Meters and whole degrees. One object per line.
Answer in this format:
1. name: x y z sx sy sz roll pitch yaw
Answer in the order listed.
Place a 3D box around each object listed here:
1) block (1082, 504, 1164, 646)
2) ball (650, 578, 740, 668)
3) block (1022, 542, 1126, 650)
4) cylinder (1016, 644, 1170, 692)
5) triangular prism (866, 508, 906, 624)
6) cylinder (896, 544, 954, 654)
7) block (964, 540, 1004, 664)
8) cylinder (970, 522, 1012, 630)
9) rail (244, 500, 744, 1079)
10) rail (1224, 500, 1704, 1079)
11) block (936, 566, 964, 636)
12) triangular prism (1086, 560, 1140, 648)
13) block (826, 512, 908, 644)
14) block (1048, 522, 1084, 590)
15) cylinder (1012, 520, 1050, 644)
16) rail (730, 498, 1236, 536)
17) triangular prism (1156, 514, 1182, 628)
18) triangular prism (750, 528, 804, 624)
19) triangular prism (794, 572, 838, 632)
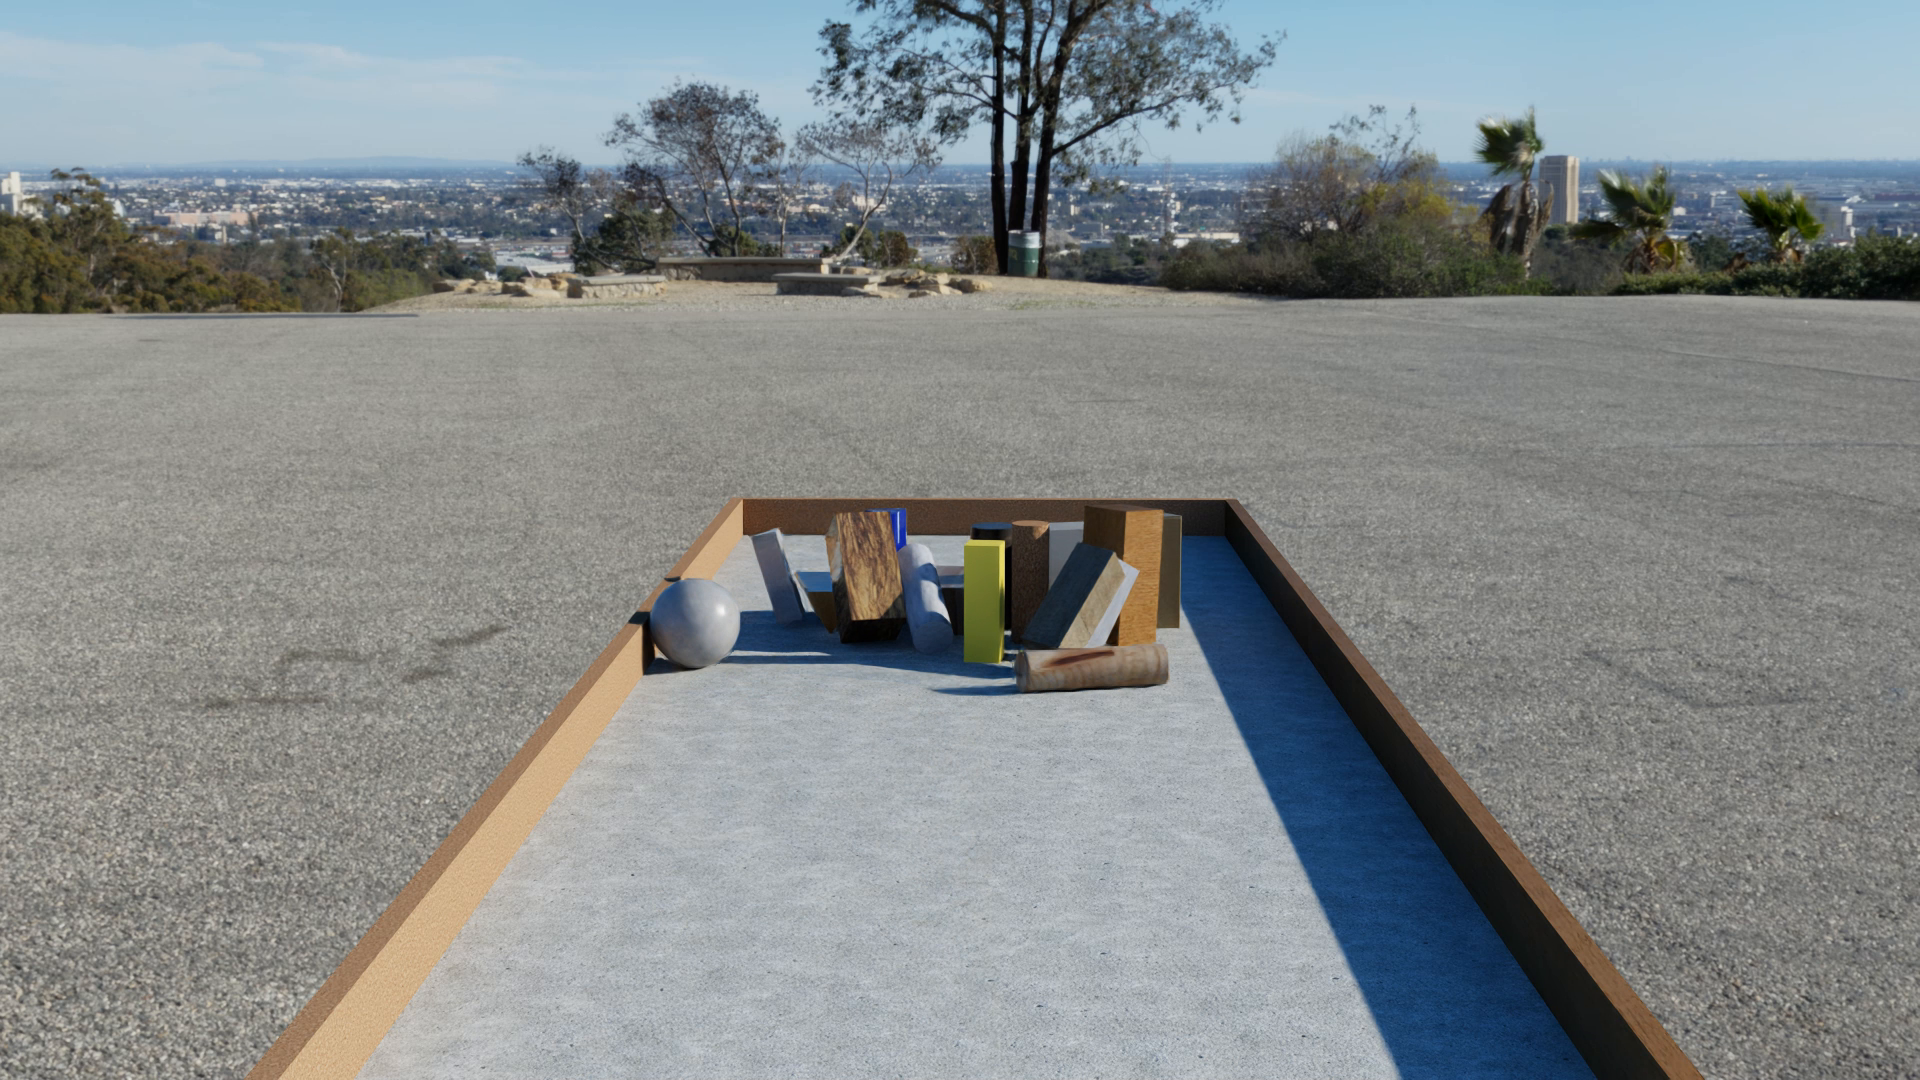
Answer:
1. block: 0.506 0.108 6.940 0.176 0.422 0.176 -3 9 -44
2. ball: -0.793 0.247 6.587 0.270 0.270 0.270 0 9 0
3. block: 0.342 0.200 6.588 0.129 0.129 0.371 14 59 32
4. cylinder: 0.380 0.367 6.321 0.426 0.117 0.117 -2 9 -14
5. triangular prism: -0.221 0.091 7.210 0.116 0.382 0.134 -8 12 -42
6. cylinder: -0.116 0.181 6.918 0.127 0.127 0.411 -2 36 -11
7. block: 0.074 0.186 6.691 0.108 0.359 0.108 1 9 9
8. cylinder: 0.109 0.118 7.204 0.150 0.332 0.150 0 9 0
9. rail: -1.004 0.839 3.234 0.050 0.150 12.000 0 9 1
10. rail: 1.046 0.843 3.208 0.050 0.150 12.000 0 9 1
11. block: -0.040 0.196 7.278 0.154 0.154 0.418 1 9 6
12. triangular prism: 0.426 0.214 6.746 0.103 0.319 0.089 30 -17 -12
13. block: -0.300 0.117 6.972 0.178 0.371 0.178 -3 -26 -16
14. block: 0.348 0.117 7.215 0.159 0.330 0.159 -2 9 -14
15. cylinder: 0.222 0.134 6.954 0.119 0.378 0.119 0 9 0
16. rail: 0.099 -0.098 9.147 2.100 0.150 0.050 0 9 1
17. triangular prism: 0.646 0.097 7.215 0.134 0.370 0.116 -1 9 -7
18. triangular prism: -0.582 0.113 7.254 0.103 0.301 0.089 -12 9 33
19. triangular prism: -0.469 0.173 7.275 0.135 0.156 0.388 31 2 -14
